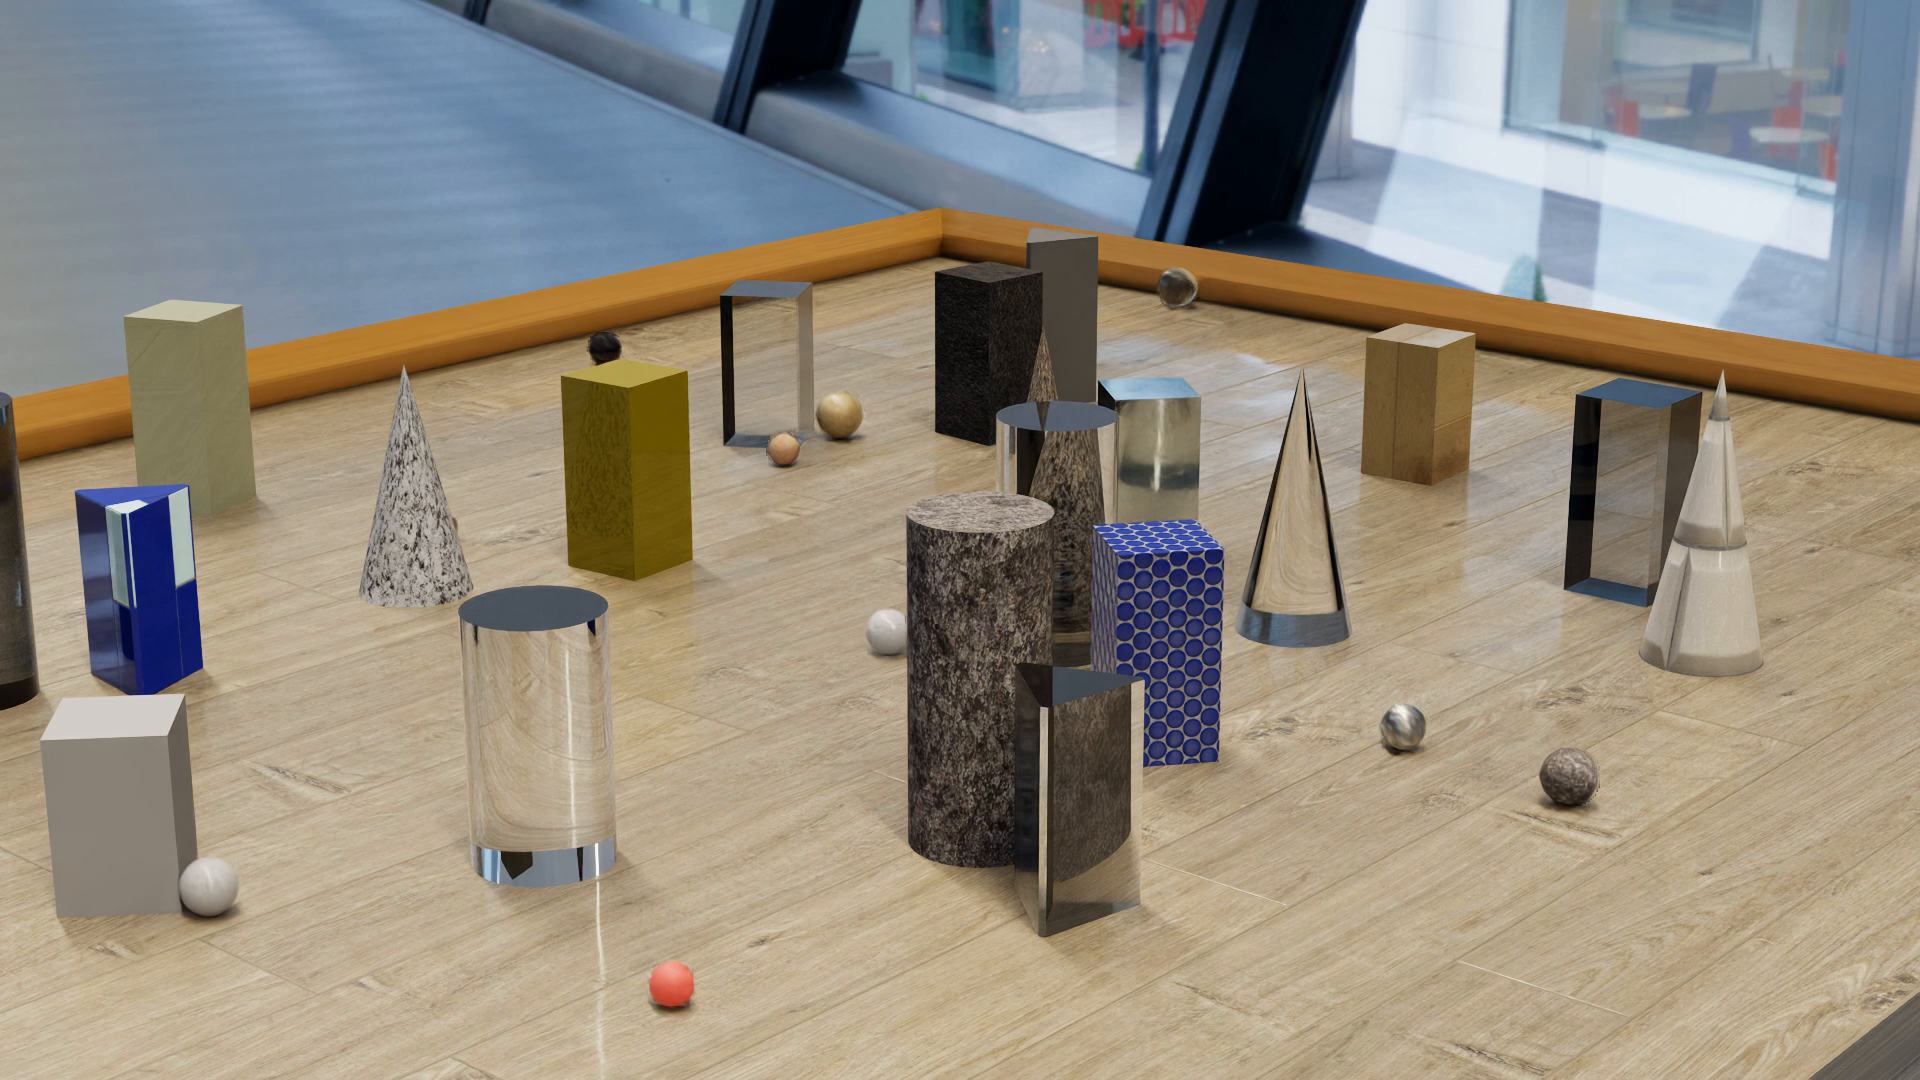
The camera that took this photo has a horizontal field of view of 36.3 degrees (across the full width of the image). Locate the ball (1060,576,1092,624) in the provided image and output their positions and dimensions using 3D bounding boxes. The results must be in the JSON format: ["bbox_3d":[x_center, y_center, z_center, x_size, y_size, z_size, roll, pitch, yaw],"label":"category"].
[{"bbox_3d":[0.212,0.102,4.972,0.083,0.083,0.083,0,17,0],"label":"ball"}]

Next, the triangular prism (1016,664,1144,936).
[{"bbox_3d":[0.124,0.327,3.825,0.172,0.313,0.149,-13,21,-38],"label":"triangular prism"}]

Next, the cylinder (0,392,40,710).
[{"bbox_3d":[-1.561,0.018,4.575,0.199,0.474,0.199,0,17,0],"label":"cylinder"}]

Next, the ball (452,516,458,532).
[{"bbox_3d":[-0.956,-0.025,5.467,0.041,0.041,0.041,0,17,0],"label":"ball"}]

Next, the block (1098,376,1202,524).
[{"bbox_3d":[0.347,-0.142,5.432,0.159,0.286,0.159,-3,17,-8],"label":"block"}]

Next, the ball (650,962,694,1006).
[{"bbox_3d":[-0.350,0.540,3.567,0.055,0.055,0.055,0,17,0],"label":"ball"}]

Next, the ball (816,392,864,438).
[{"bbox_3d":[-0.253,-0.263,6.158,0.098,0.098,0.098,0,17,0],"label":"ball"}]

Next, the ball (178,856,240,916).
[{"bbox_3d":[-0.979,0.451,3.824,0.077,0.077,0.077,0,17,0],"label":"ball"}]

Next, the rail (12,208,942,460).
[{"bbox_3d":[-1.524,-0.349,6.387,0.045,0.129,4.542,14,22,39],"label":"rail"}]

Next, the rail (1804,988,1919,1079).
[{"bbox_3d":[1.524,0.414,3.853,0.045,0.129,4.542,14,22,39],"label":"rail"}]

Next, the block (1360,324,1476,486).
[{"bbox_3d":[0.918,-0.273,5.876,0.159,0.280,0.159,12,21,35],"label":"block"}]

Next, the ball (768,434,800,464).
[{"bbox_3d":[-0.358,-0.184,5.957,0.063,0.063,0.063,0,17,0],"label":"ball"}]

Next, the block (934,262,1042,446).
[{"bbox_3d":[0.060,-0.394,6.162,0.159,0.346,0.159,-16,23,-42],"label":"block"}]

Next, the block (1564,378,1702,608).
[{"bbox_3d":[1.175,-0.085,5.123,0.159,0.354,0.159,13,21,38],"label":"block"}]

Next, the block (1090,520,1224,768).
[{"bbox_3d":[0.292,0.154,4.373,0.159,0.330,0.159,-3,17,-10],"label":"block"}]

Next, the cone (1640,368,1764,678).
[{"bbox_3d":[1.217,-0.040,4.746,0.199,0.486,0.199,0,17,0],"label":"cone"}]

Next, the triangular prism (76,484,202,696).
[{"bbox_3d":[-1.289,0.073,4.680,0.149,0.307,0.172,-14,22,-39],"label":"triangular prism"}]

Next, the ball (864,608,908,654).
[{"bbox_3d":[-0.119,0.150,4.826,0.075,0.075,0.075,0,17,0],"label":"ball"}]

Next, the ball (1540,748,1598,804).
[{"bbox_3d":[0.871,0.338,4.192,0.082,0.082,0.082,0,17,0],"label":"ball"}]

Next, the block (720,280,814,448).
[{"bbox_3d":[-0.401,-0.367,6.120,0.159,0.320,0.159,3,17,9],"label":"block"}]

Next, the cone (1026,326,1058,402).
[{"bbox_3d":[0.141,-0.128,5.022,0.199,0.496,0.199,0,17,0],"label":"cone"}]

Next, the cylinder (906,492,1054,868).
[{"bbox_3d":[0.027,0.189,4.005,0.199,0.474,0.199,0,17,0],"label":"cylinder"}]

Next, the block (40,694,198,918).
[{"bbox_3d":[-1.106,0.349,3.869,0.159,0.247,0.159,-2,17,-6],"label":"block"}]

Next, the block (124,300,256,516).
[{"bbox_3d":[-1.480,-0.255,5.644,0.159,0.380,0.159,5,18,17],"label":"block"}]

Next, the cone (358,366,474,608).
[{"bbox_3d":[-0.957,-0.108,5.103,0.199,0.410,0.199,0,17,0],"label":"cone"}]

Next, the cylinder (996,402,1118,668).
[{"bbox_3d":[0.157,-0.011,4.803,0.199,0.397,0.199,0,17,0],"label":"cylinder"}]

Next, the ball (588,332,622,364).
[{"bbox_3d":[-0.821,-0.441,6.785,0.077,0.077,0.077,0,17,0],"label":"ball"}]

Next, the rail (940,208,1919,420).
[{"bbox_3d":[1.473,-0.457,6.745,4.084,0.129,0.045,14,22,39],"label":"rail"}]

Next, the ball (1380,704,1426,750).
[{"bbox_3d":[0.666,0.280,4.405,0.069,0.069,0.069,0,17,0],"label":"ball"}]

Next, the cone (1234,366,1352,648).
[{"bbox_3d":[0.564,-0.070,4.891,0.199,0.460,0.199,0,17,0],"label":"cone"}]

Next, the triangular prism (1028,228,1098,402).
[{"bbox_3d":[0.192,-0.492,6.449,0.172,0.369,0.149,-8,18,-25],"label":"triangular prism"}]

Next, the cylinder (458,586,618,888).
[{"bbox_3d":[-0.568,0.263,3.958,0.199,0.360,0.199,0,17,0],"label":"cylinder"}]

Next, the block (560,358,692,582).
[{"bbox_3d":[-0.597,-0.128,5.267,0.159,0.354,0.159,11,20,33],"label":"block"}]

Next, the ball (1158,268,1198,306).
[{"bbox_3d":[0.550,-0.639,7.405,0.100,0.100,0.100,0,17,0],"label":"ball"}]
